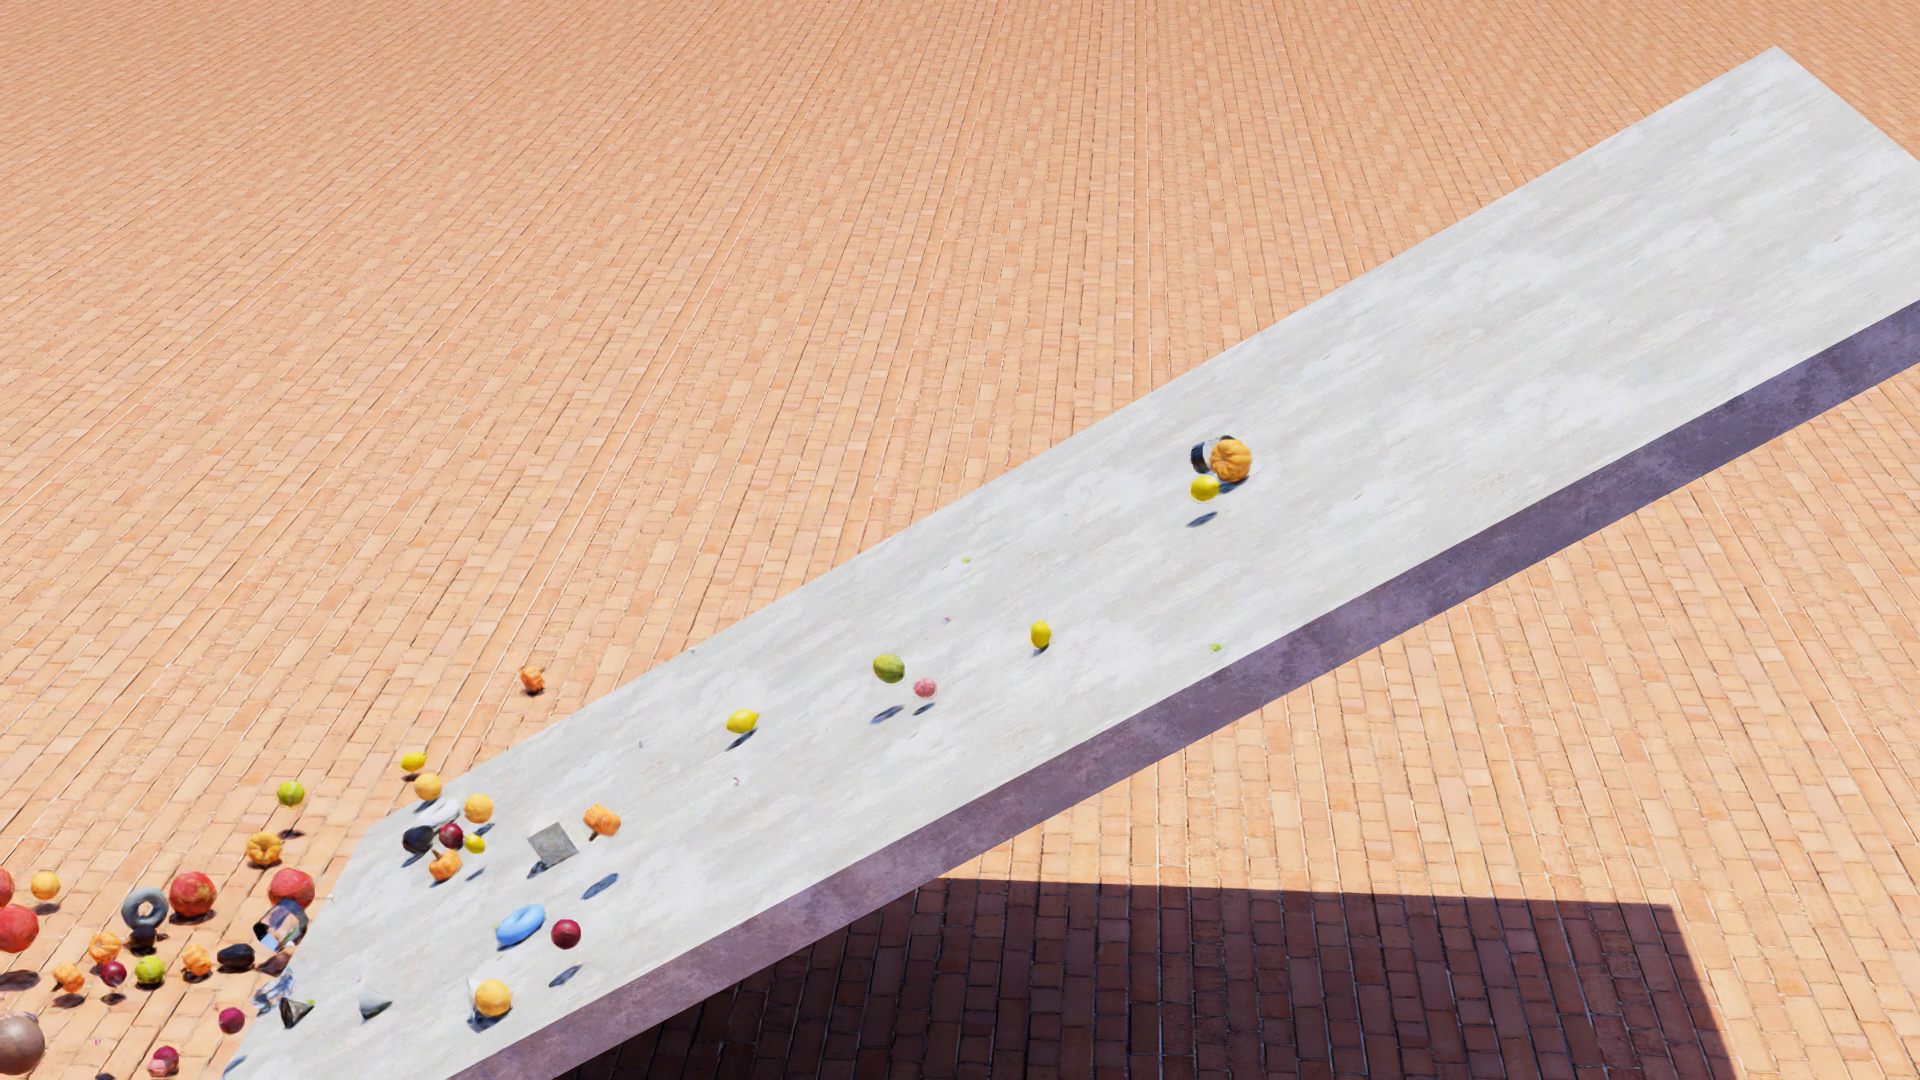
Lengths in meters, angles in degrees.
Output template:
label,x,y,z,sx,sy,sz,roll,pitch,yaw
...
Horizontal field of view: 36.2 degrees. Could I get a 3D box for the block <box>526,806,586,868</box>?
label,x,y,z,sx,sy,sz,roll,pitch,yaw
block,-0.885,0.651,6.450,0.084,0.084,0.084,-29,15,13

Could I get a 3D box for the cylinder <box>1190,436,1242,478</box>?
label,x,y,z,sx,sy,sz,roll,pitch,yaw
cylinder,0.543,-0.176,6.234,0.077,0.077,0.077,-19,2,-43

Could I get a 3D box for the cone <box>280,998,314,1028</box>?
label,x,y,z,sx,sy,sz,roll,pitch,yaw
cone,-1.450,1.033,6.470,0.069,0.069,0.069,-10,21,-36

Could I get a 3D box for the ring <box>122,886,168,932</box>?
label,x,y,z,sx,sy,sz,roll,pitch,yaw
ring,-1.993,0.903,7.193,0.115,0.115,0.038,-13,18,-33

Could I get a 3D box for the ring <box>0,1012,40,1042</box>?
label,x,y,z,sx,sy,sz,roll,pitch,yaw
ring,-2.176,1.120,6.772,0.108,0.036,0.108,0,18,0

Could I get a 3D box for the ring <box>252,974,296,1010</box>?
label,x,y,z,sx,sy,sz,roll,pitch,yaw
ring,-1.562,1.030,6.697,0.111,0.037,0.111,-29,14,8

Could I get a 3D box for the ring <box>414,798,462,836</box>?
label,x,y,z,sx,sy,sz,roll,pitch,yaw
ring,-1.290,0.684,7.256,0.131,0.044,0.131,-29,15,8

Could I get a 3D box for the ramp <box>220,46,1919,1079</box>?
label,x,y,z,sx,sy,sz,roll,pitch,yaw
ramp,0.142,0.168,6.287,4.000,0.100,2.000,-29,15,12

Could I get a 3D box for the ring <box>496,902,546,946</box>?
label,x,y,z,sx,sy,sz,roll,pitch,yaw
ring,-0.913,0.799,6.119,0.116,0.039,0.116,-31,14,9

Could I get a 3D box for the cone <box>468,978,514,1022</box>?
label,x,y,z,sx,sy,sz,roll,pitch,yaw
cone,-0.920,0.899,5.801,0.089,0.089,0.089,-8,20,-14

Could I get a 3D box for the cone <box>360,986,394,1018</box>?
label,x,y,z,sx,sy,sz,roll,pitch,yaw
cone,-1.220,0.972,6.190,0.067,0.067,0.067,-3,18,11
